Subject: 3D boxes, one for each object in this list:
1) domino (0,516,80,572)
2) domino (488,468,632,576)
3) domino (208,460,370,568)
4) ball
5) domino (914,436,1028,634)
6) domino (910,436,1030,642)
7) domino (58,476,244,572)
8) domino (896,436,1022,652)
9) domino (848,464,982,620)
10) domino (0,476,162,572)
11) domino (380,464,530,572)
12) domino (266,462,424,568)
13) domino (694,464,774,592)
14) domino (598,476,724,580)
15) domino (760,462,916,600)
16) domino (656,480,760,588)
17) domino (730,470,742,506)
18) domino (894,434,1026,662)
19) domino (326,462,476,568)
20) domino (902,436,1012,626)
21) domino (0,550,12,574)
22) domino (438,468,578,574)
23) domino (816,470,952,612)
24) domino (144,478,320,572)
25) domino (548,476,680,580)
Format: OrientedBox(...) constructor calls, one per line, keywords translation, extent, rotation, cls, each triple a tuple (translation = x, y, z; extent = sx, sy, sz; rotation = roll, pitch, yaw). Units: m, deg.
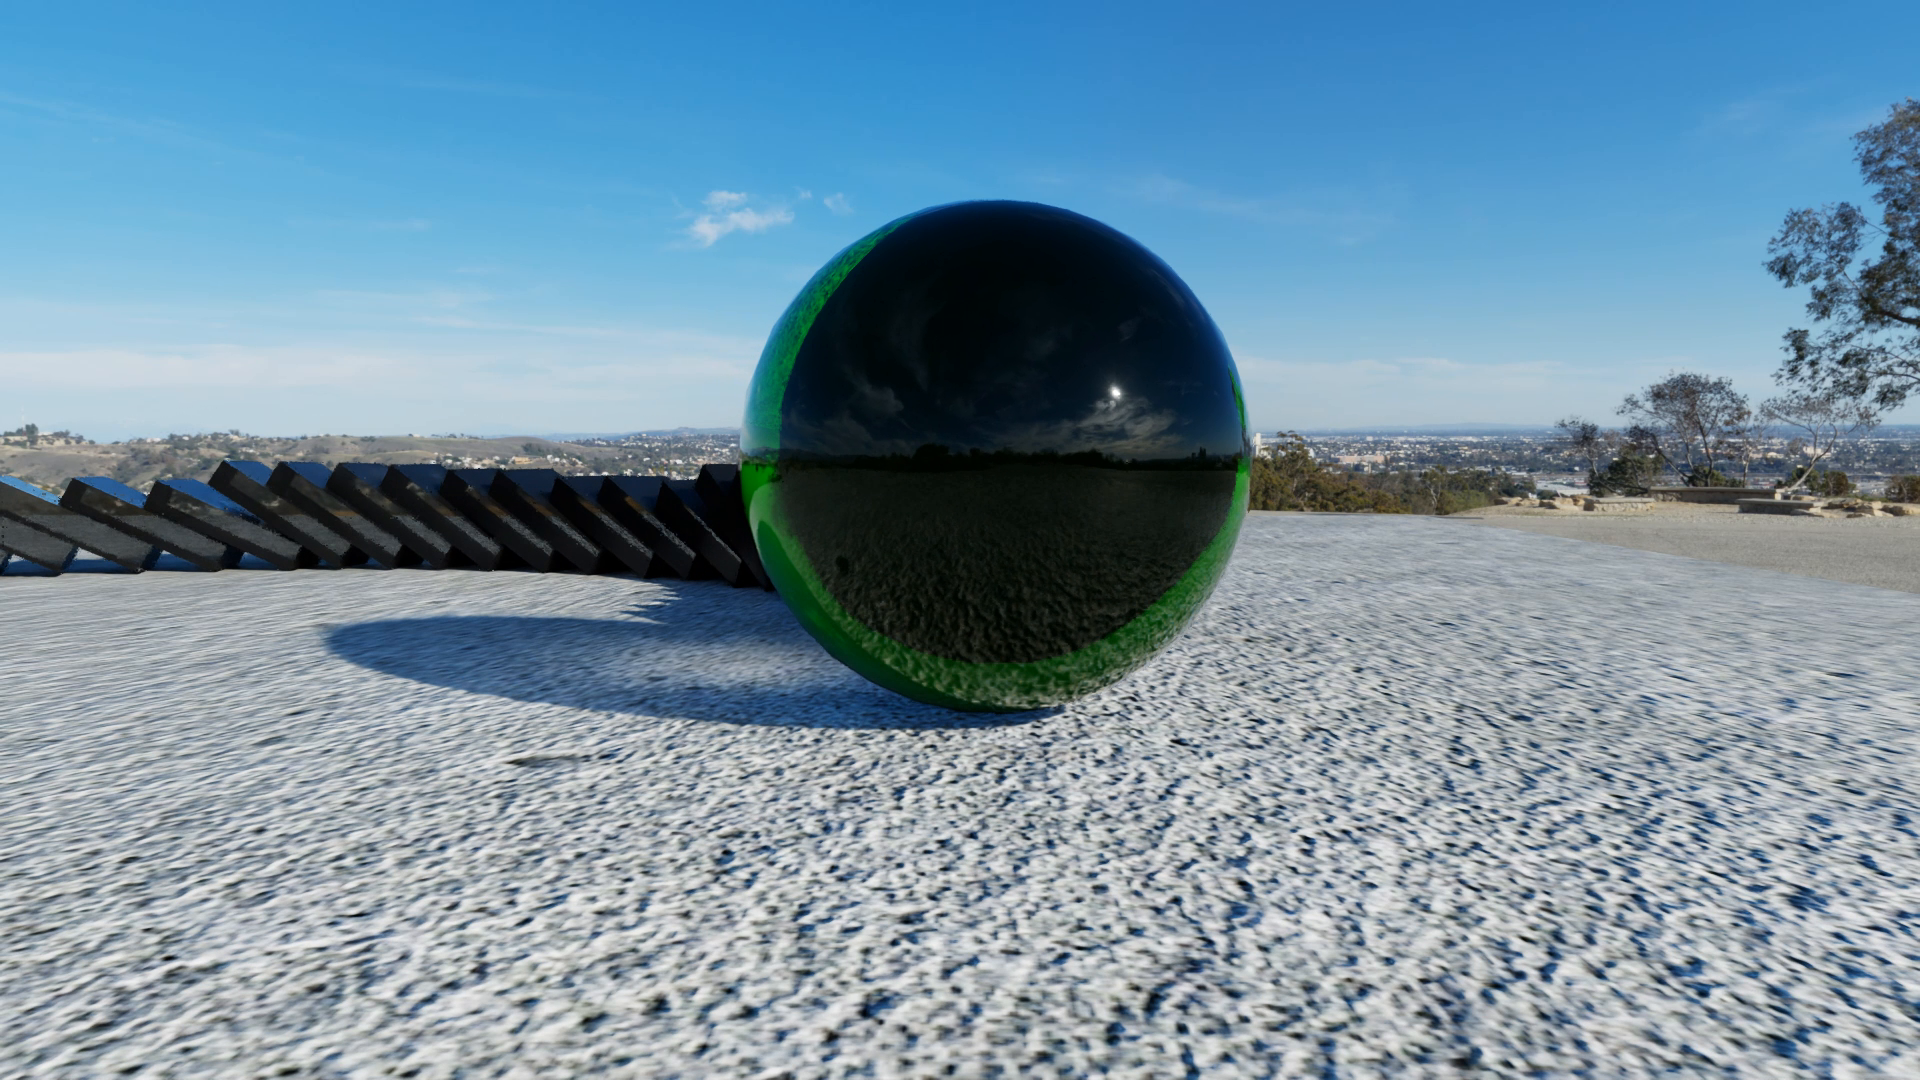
OrientedBox(translation=(-0.311, -0.006, 0.410), extent=(0.050, 0.009, 0.025), rotation=(30, -11, -26), cls="domino")
OrientedBox(translation=(-0.132, -0.007, 0.433), extent=(0.050, 0.010, 0.025), rotation=(35, 18, 20), cls="domino")
OrientedBox(translation=(-0.228, -0.009, 0.442), extent=(0.050, 0.010, 0.025), rotation=(34, 0, -4), cls="domino")
OrientedBox(translation=(0.005, -0.013, 0.203), extent=(0.080, 0.080, 0.080), rotation=(0, 4, 0), cls="ball")
OrientedBox(translation=(0.002, -0.002, 0.298), extent=(0.025, 0.050, 0.010), rotation=(0, -36, -1), cls="domino")
OrientedBox(translation=(0.002, -0.001, 0.286), extent=(0.025, 0.050, 0.009), rotation=(0, -36, 0), cls="domino")
OrientedBox(translation=(-0.270, -0.006, 0.432), extent=(0.050, 0.009, 0.025), rotation=(27, -2, -13), cls="domino")
OrientedBox(translation=(0.000, 0.000, 0.273), extent=(0.025, 0.050, 0.009), rotation=(0, -36, -1), cls="domino")
OrientedBox(translation=(-0.013, -0.001, 0.328), extent=(0.025, 0.009, 0.050), rotation=(-1, 41, -15), cls="domino")
OrientedBox(translation=(-0.292, -0.005, 0.422), extent=(0.050, 0.009, 0.025), rotation=(28, -8, -20), cls="domino")
OrientedBox(translation=(-0.172, -0.008, 0.443), extent=(0.050, 0.009, 0.025), rotation=(35, 12, 11), cls="domino")
OrientedBox(translation=(-0.210, -0.009, 0.444), extent=(0.050, 0.009, 0.025), rotation=(34, 3, 1), cls="domino")
OrientedBox(translation=(-0.058, -0.005, 0.387), extent=(0.025, 0.009, 0.050), rotation=(-2, 39, -40), cls="domino")
OrientedBox(translation=(-0.092, -0.005, 0.414), extent=(0.050, 0.009, 0.025), rotation=(36, 22, 31), cls="domino")
OrientedBox(translation=(-0.035, -0.003, 0.362), extent=(0.025, 0.010, 0.050), rotation=(1, 37, -34), cls="domino")
OrientedBox(translation=(-0.071, -0.003, 0.401), extent=(0.025, 0.010, 0.050), rotation=(-4, 33, -43), cls="domino")
OrientedBox(translation=(-0.045, -0.004, 0.375), extent=(0.025, 0.010, 0.050), rotation=(-1, 38, -36), cls="domino")
OrientedBox(translation=(0.000, 0.001, 0.261), extent=(0.025, 0.050, 0.010), rotation=(0, -36, -1), cls="domino")
OrientedBox(translation=(-0.191, -0.009, 0.445), extent=(0.050, 0.009, 0.025), rotation=(35, 8, 7), cls="domino")
OrientedBox(translation=(-0.001, -0.003, 0.310), extent=(0.025, 0.050, 0.009), rotation=(0, -36, -1), cls="domino")
OrientedBox(translation=(-0.326, -0.003, 0.400), extent=(0.050, 0.009, 0.025), rotation=(28, -11, -29), cls="domino")
OrientedBox(translation=(-0.150, -0.007, 0.439), extent=(0.050, 0.009, 0.025), rotation=(34, 16, 17), cls="domino")
OrientedBox(translation=(-0.021, -0.001, 0.344), extent=(0.025, 0.010, 0.050), rotation=(-1, 37, -19), cls="domino")
OrientedBox(translation=(-0.246, -0.006, 0.439), extent=(0.050, 0.010, 0.025), rotation=(26, 1, -7), cls="domino")
OrientedBox(translation=(-0.109, -0.005, 0.424), extent=(0.050, 0.009, 0.025), rotation=(34, 21, 26), cls="domino")
